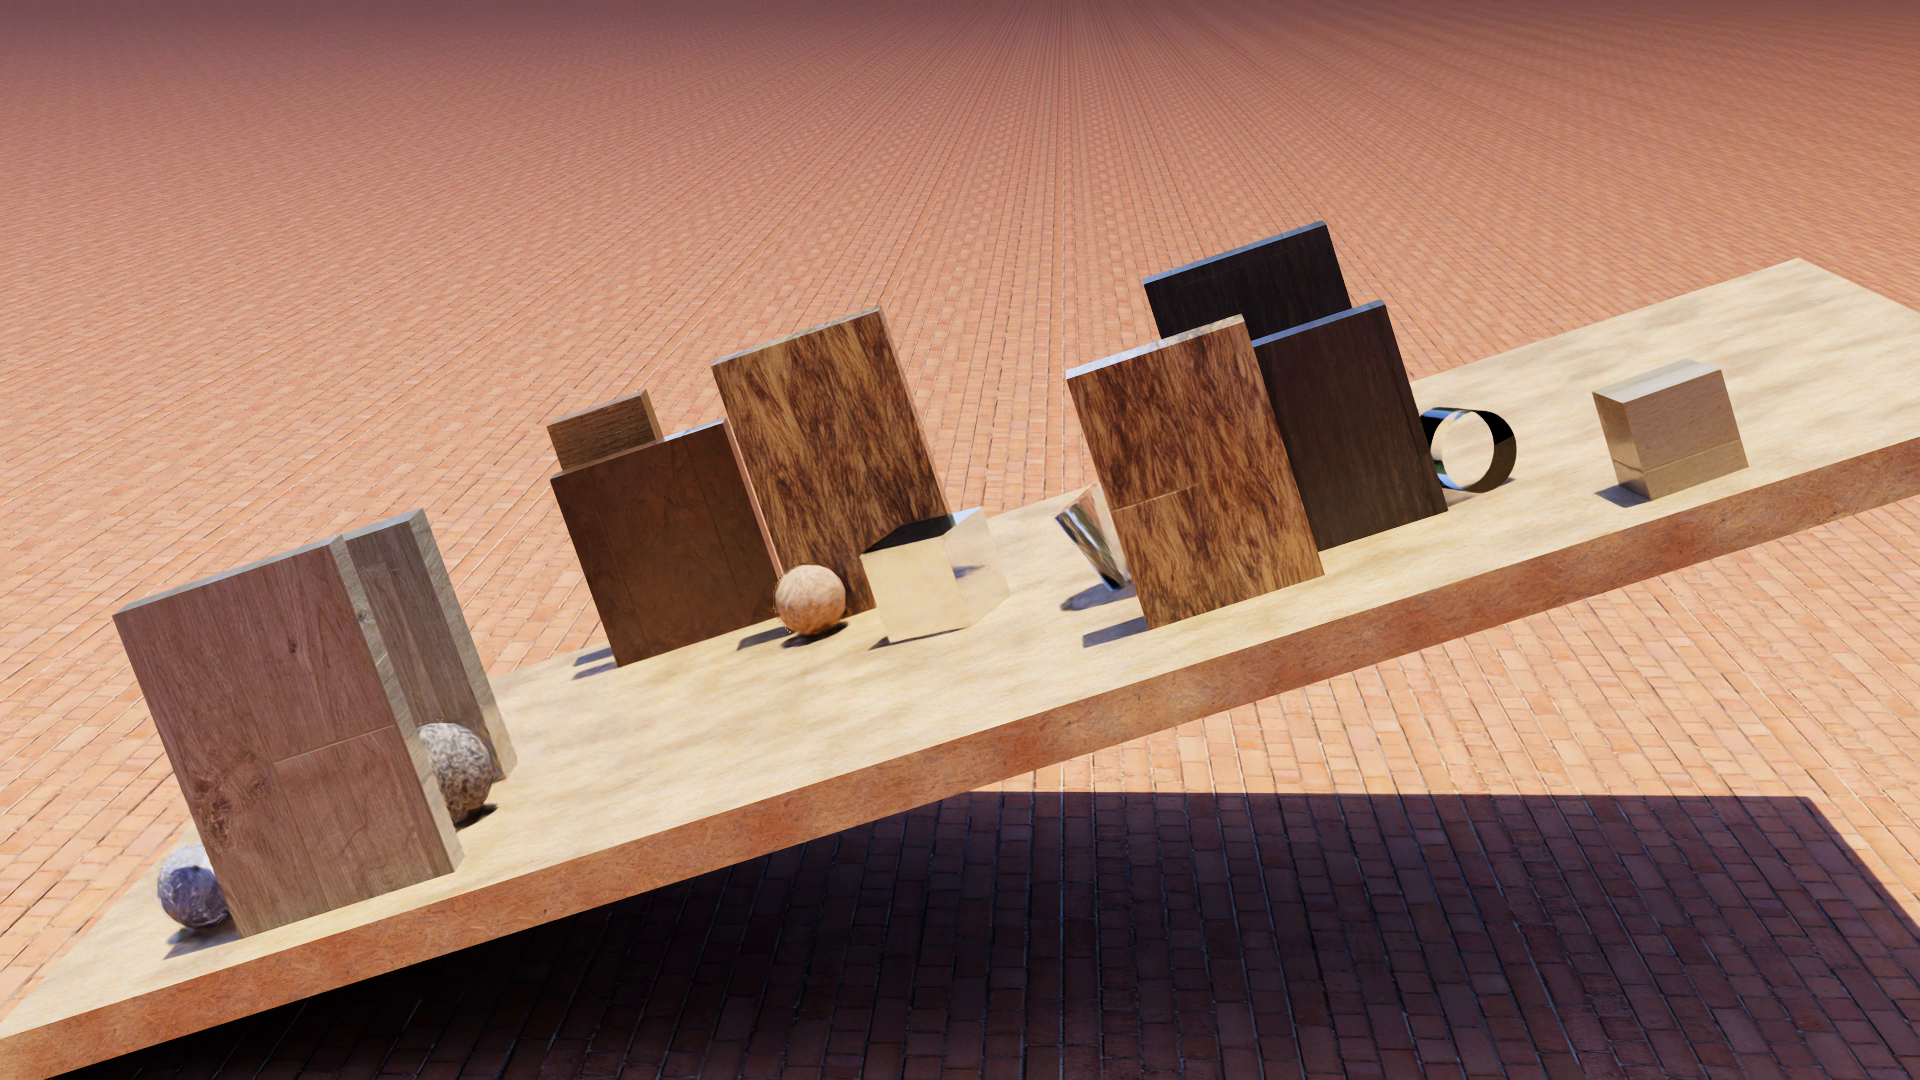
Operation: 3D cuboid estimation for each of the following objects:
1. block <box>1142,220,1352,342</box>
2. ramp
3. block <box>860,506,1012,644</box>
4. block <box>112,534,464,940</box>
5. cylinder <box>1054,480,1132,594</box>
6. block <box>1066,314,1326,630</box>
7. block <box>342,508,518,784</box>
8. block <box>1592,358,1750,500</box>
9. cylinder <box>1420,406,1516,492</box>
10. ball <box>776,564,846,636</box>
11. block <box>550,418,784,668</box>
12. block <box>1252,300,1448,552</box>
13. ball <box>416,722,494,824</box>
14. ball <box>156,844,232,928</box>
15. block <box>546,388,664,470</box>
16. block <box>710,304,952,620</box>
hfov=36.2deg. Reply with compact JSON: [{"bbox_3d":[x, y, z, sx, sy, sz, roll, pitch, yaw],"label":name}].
[{"bbox_3d":[0.672,-0.367,6.363,0.408,0.539,0.099,-18,11,6],"label":"block"},{"bbox_3d":[0.105,0.181,6.307,4.000,0.100,2.000,-18,11,6],"label":"ramp"},{"bbox_3d":[-0.051,0.075,6.285,0.205,0.205,0.205,-13,12,29],"label":"block"},{"bbox_3d":[-1.275,0.377,5.604,0.440,0.671,0.099,-18,11,6],"label":"block"},{"bbox_3d":[0.328,-0.027,6.016,0.196,0.196,0.196,-38,2,1],"label":"cylinder"},{"bbox_3d":[0.449,-0.129,5.621,0.351,0.512,0.110,-18,11,6],"label":"block"},{"bbox_3d":[-1.245,0.281,6.257,0.411,0.589,0.141,-18,11,6],"label":"block"},{"bbox_3d":[1.304,-0.205,5.406,0.189,0.189,0.189,-19,11,-2],"label":"block"},{"bbox_3d":[1.001,-0.181,5.879,0.164,0.164,0.164,-4,6,-17],"label":"cylinder"},{"bbox_3d":[-0.334,0.135,6.594,0.159,0.159,0.159,0,12,0],"label":"ball"},{"bbox_3d":[-0.681,0.007,6.968,0.433,0.479,0.084,-18,11,6],"label":"block"},{"bbox_3d":[0.697,-0.202,5.788,0.410,0.429,0.083,-18,11,6],"label":"block"},{"bbox_3d":[-1.055,0.475,5.980,0.209,0.209,0.209,0,12,0],"label":"ball"},{"bbox_3d":[-1.500,0.683,5.811,0.168,0.168,0.168,0,12,0],"label":"ball"},{"bbox_3d":[-0.783,-0.048,7.134,0.240,0.584,0.105,-18,11,6],"label":"block"},{"bbox_3d":[-0.266,-0.162,6.667,0.397,0.641,0.111,-18,11,6],"label":"block"}]
